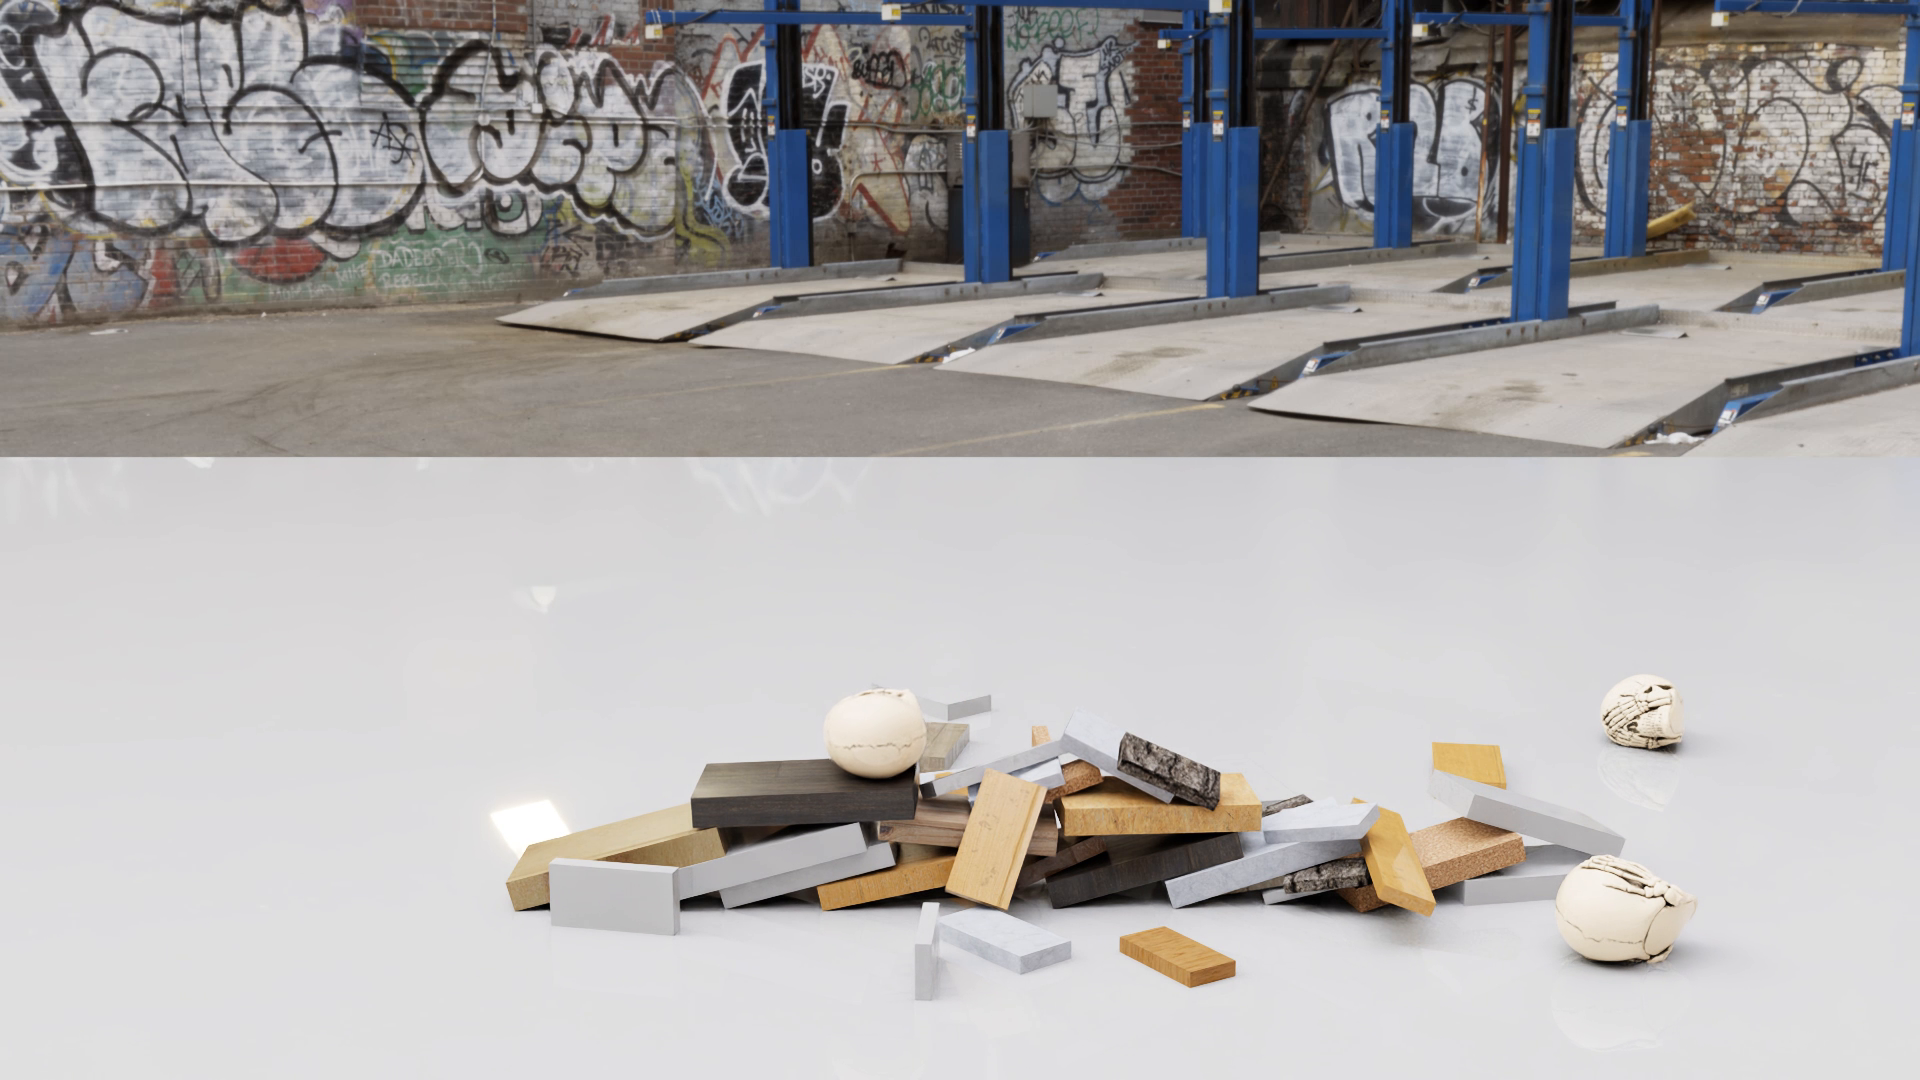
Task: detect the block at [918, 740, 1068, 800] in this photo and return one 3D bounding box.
[{"bbox_3d":[0.062,0.379,3.666,0.254,0.025,0.087,-16,-5,-18],"label":"block"}]

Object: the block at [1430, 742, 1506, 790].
[{"bbox_3d":[0.994,0.453,4.305,0.133,0.038,0.266,2,11,10],"label":"block"}]

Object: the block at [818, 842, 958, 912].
[{"bbox_3d":[-0.088,0.541,3.650,0.290,0.041,0.145,-12,12,1],"label":"block"}]

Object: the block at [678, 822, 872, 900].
[{"bbox_3d":[-0.328,0.506,3.646,0.359,0.051,0.180,-15,11,4],"label":"block"}]

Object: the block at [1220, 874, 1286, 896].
[{"bbox_3d":[0.484,0.562,3.657,0.135,0.019,0.068,-13,10,22],"label":"block"}]

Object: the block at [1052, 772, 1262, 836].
[{"bbox_3d":[0.324,0.438,3.651,0.323,0.046,0.162,-1,13,-5],"label":"block"}]

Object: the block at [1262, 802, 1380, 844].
[{"bbox_3d":[0.592,0.465,3.607,0.172,0.024,0.086,-9,13,34],"label":"block"}]

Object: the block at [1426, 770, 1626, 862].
[{"bbox_3d":[0.958,0.466,3.727,0.298,0.042,0.149,17,6,-16],"label":"block"}]

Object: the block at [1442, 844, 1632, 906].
[{"bbox_3d":[0.959,0.561,3.707,0.298,0.042,0.149,-2,11,-11],"label":"block"}]

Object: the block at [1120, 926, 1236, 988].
[{"bbox_3d":[0.331,0.635,3.357,0.087,0.025,0.175,-7,12,-32],"label":"block"}]

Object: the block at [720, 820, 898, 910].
[{"bbox_3d":[-0.249,0.532,3.652,0.290,0.041,0.145,-15,11,4],"label":"block"}]

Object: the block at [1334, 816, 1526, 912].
[{"bbox_3d":[0.772,0.535,3.669,0.298,0.042,0.149,-15,13,-10],"label":"block"}]

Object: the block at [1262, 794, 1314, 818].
[{"bbox_3d":[0.583,0.510,3.838,0.133,0.038,0.265,-18,8,-7],"label":"block"}]

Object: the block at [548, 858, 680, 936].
[{"bbox_3d":[-0.550,0.568,3.503,0.208,0.104,0.029,2,11,13],"label":"block"}]

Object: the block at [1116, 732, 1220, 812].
[{"bbox_3d":[0.341,0.377,3.585,0.172,0.024,0.086,23,26,-4],"label":"block"}]

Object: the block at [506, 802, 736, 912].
[{"bbox_3d":[-0.558,0.516,3.655,0.359,0.051,0.180,-15,11,4],"label":"block"}]

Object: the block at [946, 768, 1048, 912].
[{"bbox_3d":[0.059,0.483,3.547,0.104,0.208,0.029,18,-17,5],"label":"block"}]

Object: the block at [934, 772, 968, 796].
[{"bbox_3d":[0.022,0.492,3.894,0.031,0.110,0.220,-6,12,-29],"label":"block"}]

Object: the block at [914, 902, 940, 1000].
[{"bbox_3d":[-0.049,0.615,3.295,0.025,0.087,0.175,1,11,3],"label":"block"}]

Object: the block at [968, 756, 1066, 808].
[{"bbox_3d":[0.093,0.404,3.633,0.159,0.023,0.080,-18,14,3],"label":"block"}]

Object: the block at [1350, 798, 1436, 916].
[{"bbox_3d":[0.701,0.512,3.588,0.086,0.024,0.387,20,14,-2],"label":"block"}]

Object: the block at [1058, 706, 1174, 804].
[{"bbox_3d":[0.268,0.354,3.625,0.204,0.029,0.102,27,26,4],"label":"block"}]

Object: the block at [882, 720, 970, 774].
[{"bbox_3d":[-0.068,0.422,4.475,0.128,0.036,0.257,2,11,11],"label":"block"}]

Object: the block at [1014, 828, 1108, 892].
[{"bbox_3d":[0.134,0.530,3.663,0.220,0.031,0.110,-24,11,2],"label":"block"}]

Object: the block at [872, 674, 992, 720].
[{"bbox_3d":[-0.065,0.347,4.876,0.128,0.036,0.257,-9,14,-41],"label":"block"}]

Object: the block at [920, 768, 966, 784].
[{"bbox_3d":[0.004,0.486,4.129,0.128,0.036,0.257,-4,11,-23],"label":"block"}]

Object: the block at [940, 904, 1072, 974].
[{"bbox_3d":[0.064,0.621,3.424,0.104,0.029,0.208,-9,14,-39],"label":"block"}]

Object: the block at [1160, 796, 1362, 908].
[{"bbox_3d":[0.492,0.520,3.671,0.323,0.046,0.162,-17,11,0],"label":"block"}]

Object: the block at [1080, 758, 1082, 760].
[{"bbox_3d":[0.268,0.367,3.688,0.159,0.023,0.080,18,8,-15],"label":"block"}]

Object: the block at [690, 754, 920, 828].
[{"bbox_3d":[-0.251,0.414,3.627,0.359,0.051,0.180,-3,12,3],"label":"block"}]

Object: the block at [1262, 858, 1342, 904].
[{"bbox_3d":[0.567,0.564,3.630,0.135,0.019,0.068,-15,14,12],"label":"block"}]

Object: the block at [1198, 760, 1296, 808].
[{"bbox_3d":[0.535,0.475,4.184,0.133,0.038,0.266,-2,11,-13],"label":"block"}]

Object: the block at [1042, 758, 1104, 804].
[{"bbox_3d":[0.152,0.405,3.646,0.159,0.023,0.080,-20,14,-4],"label":"block"}]

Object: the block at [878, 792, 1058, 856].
[{"bbox_3d":[0.013,0.466,3.644,0.290,0.041,0.145,6,12,-2],"label":"block"}]

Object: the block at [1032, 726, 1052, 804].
[{"bbox_3d":[0.160,0.434,4.229,0.029,0.102,0.204,0,11,-3],"label":"block"}]

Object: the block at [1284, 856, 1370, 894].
[{"bbox_3d":[0.599,0.545,3.580,0.135,0.019,0.068,-10,15,21],"label":"block"}]

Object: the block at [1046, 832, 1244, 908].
[{"bbox_3d":[0.299,0.525,3.670,0.323,0.046,0.162,-15,11,0],"label":"block"}]
